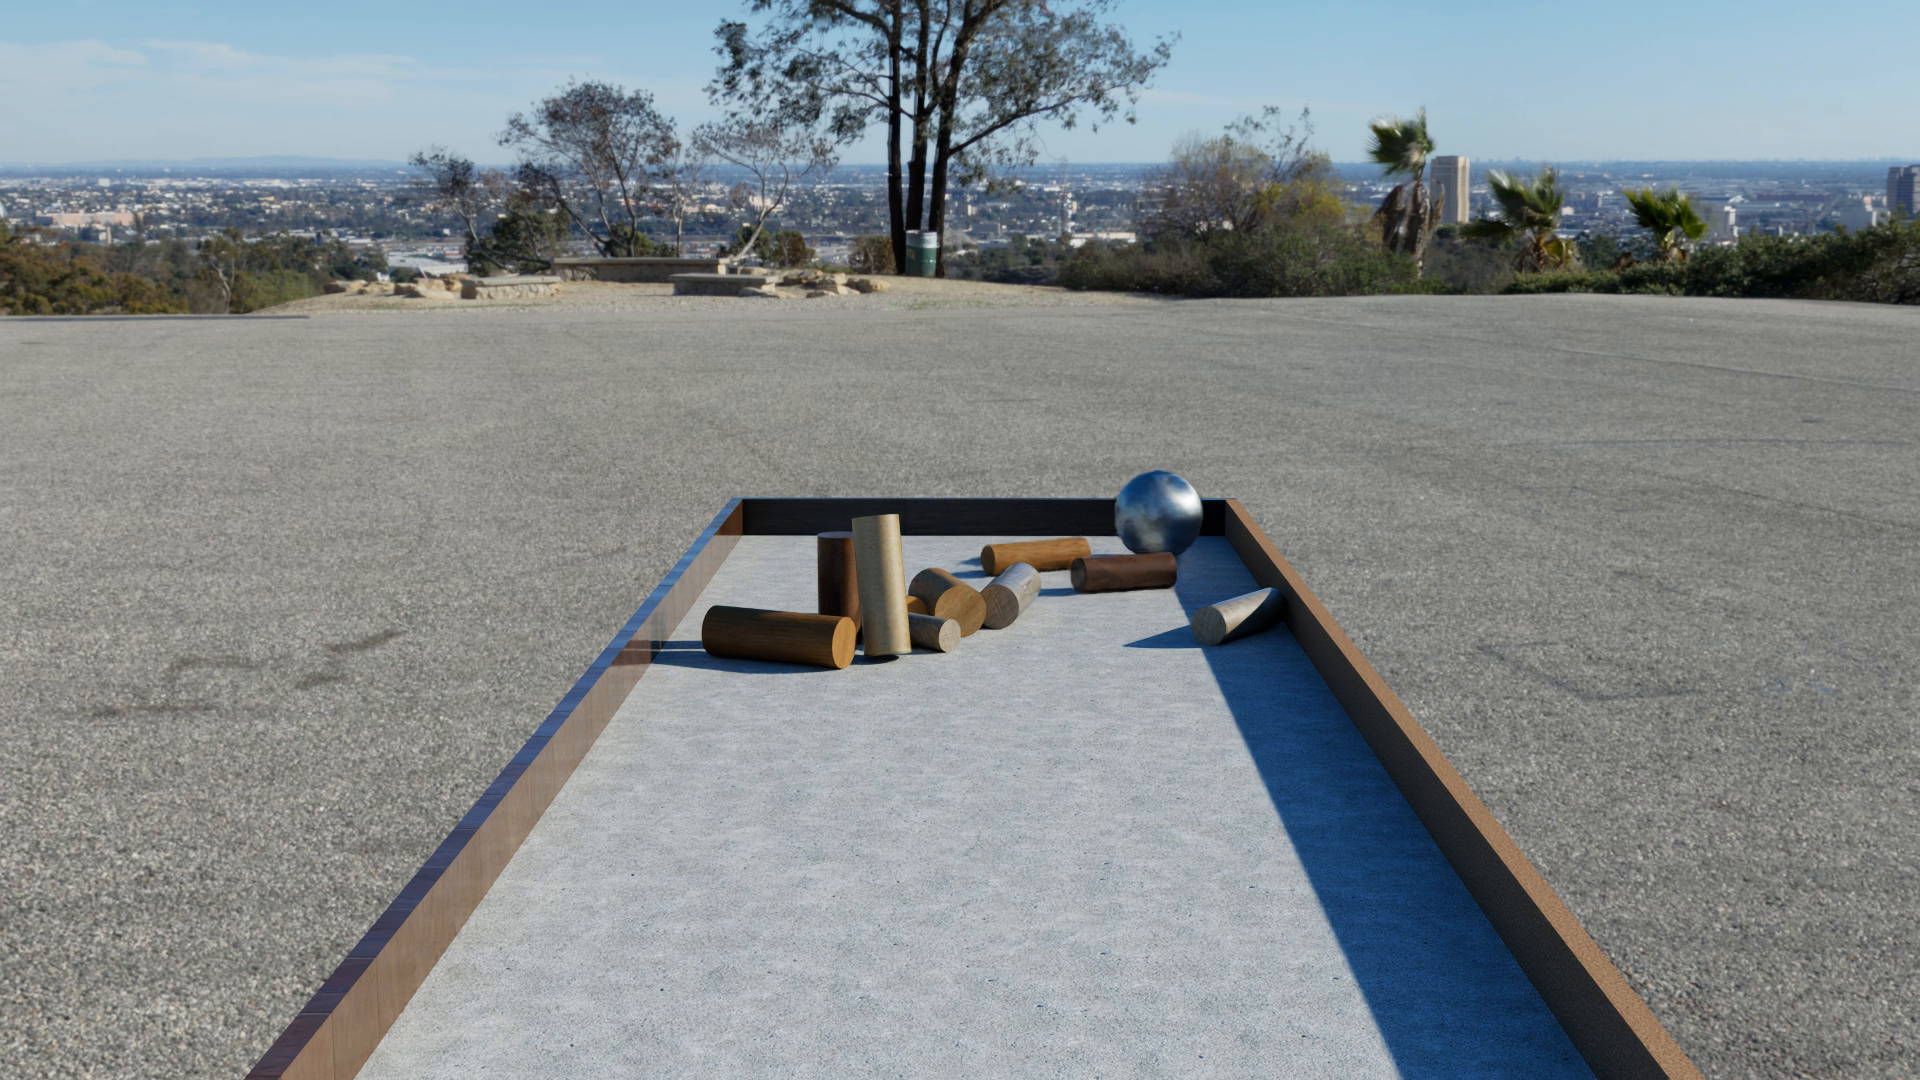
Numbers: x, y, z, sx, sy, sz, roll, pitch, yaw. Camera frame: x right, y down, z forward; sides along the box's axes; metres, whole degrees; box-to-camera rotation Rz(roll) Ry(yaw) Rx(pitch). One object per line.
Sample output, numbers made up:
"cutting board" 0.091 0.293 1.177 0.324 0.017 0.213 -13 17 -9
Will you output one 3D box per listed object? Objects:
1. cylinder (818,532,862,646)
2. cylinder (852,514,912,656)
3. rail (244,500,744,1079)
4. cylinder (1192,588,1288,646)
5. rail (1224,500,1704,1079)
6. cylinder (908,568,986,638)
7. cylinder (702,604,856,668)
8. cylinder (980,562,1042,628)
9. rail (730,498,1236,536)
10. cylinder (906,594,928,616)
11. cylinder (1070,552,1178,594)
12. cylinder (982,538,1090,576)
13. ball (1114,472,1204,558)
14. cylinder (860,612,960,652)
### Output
"cylinder" -0.380 0.154 6.929 0.136 0.346 0.136 0 9 0
"cylinder" -0.239 0.139 6.712 0.145 0.422 0.145 -5 -3 0
"rail" -1.004 0.839 3.234 0.050 0.150 12.000 0 9 1
"cylinder" 0.902 0.244 7.070 0.125 0.125 0.414 6 11 35
"rail" 1.046 0.843 3.208 0.050 0.150 12.000 0 9 1
"cylinder" -0.045 0.203 7.188 0.171 0.171 0.347 -2 9 -15
"cylinder" -0.550 0.292 6.670 0.453 0.155 0.155 4 10 25
"cylinder" 0.165 0.184 7.382 0.146 0.146 0.444 2 9 11
"rail" 0.099 -0.098 9.147 2.100 0.150 0.050 0 9 1
"cylinder" -0.272 0.217 7.238 0.126 0.126 0.431 -6 11 -32
"cylinder" 0.588 0.116 7.877 0.362 0.125 0.125 -3 10 -20
"cylinder" 0.286 0.062 8.257 0.409 0.113 0.113 -5 10 -27
"ball" 0.767 -0.094 8.502 0.345 0.345 0.345 0 9 0
"cylinder" -0.183 0.276 6.938 0.399 0.103 0.103 8 12 40
